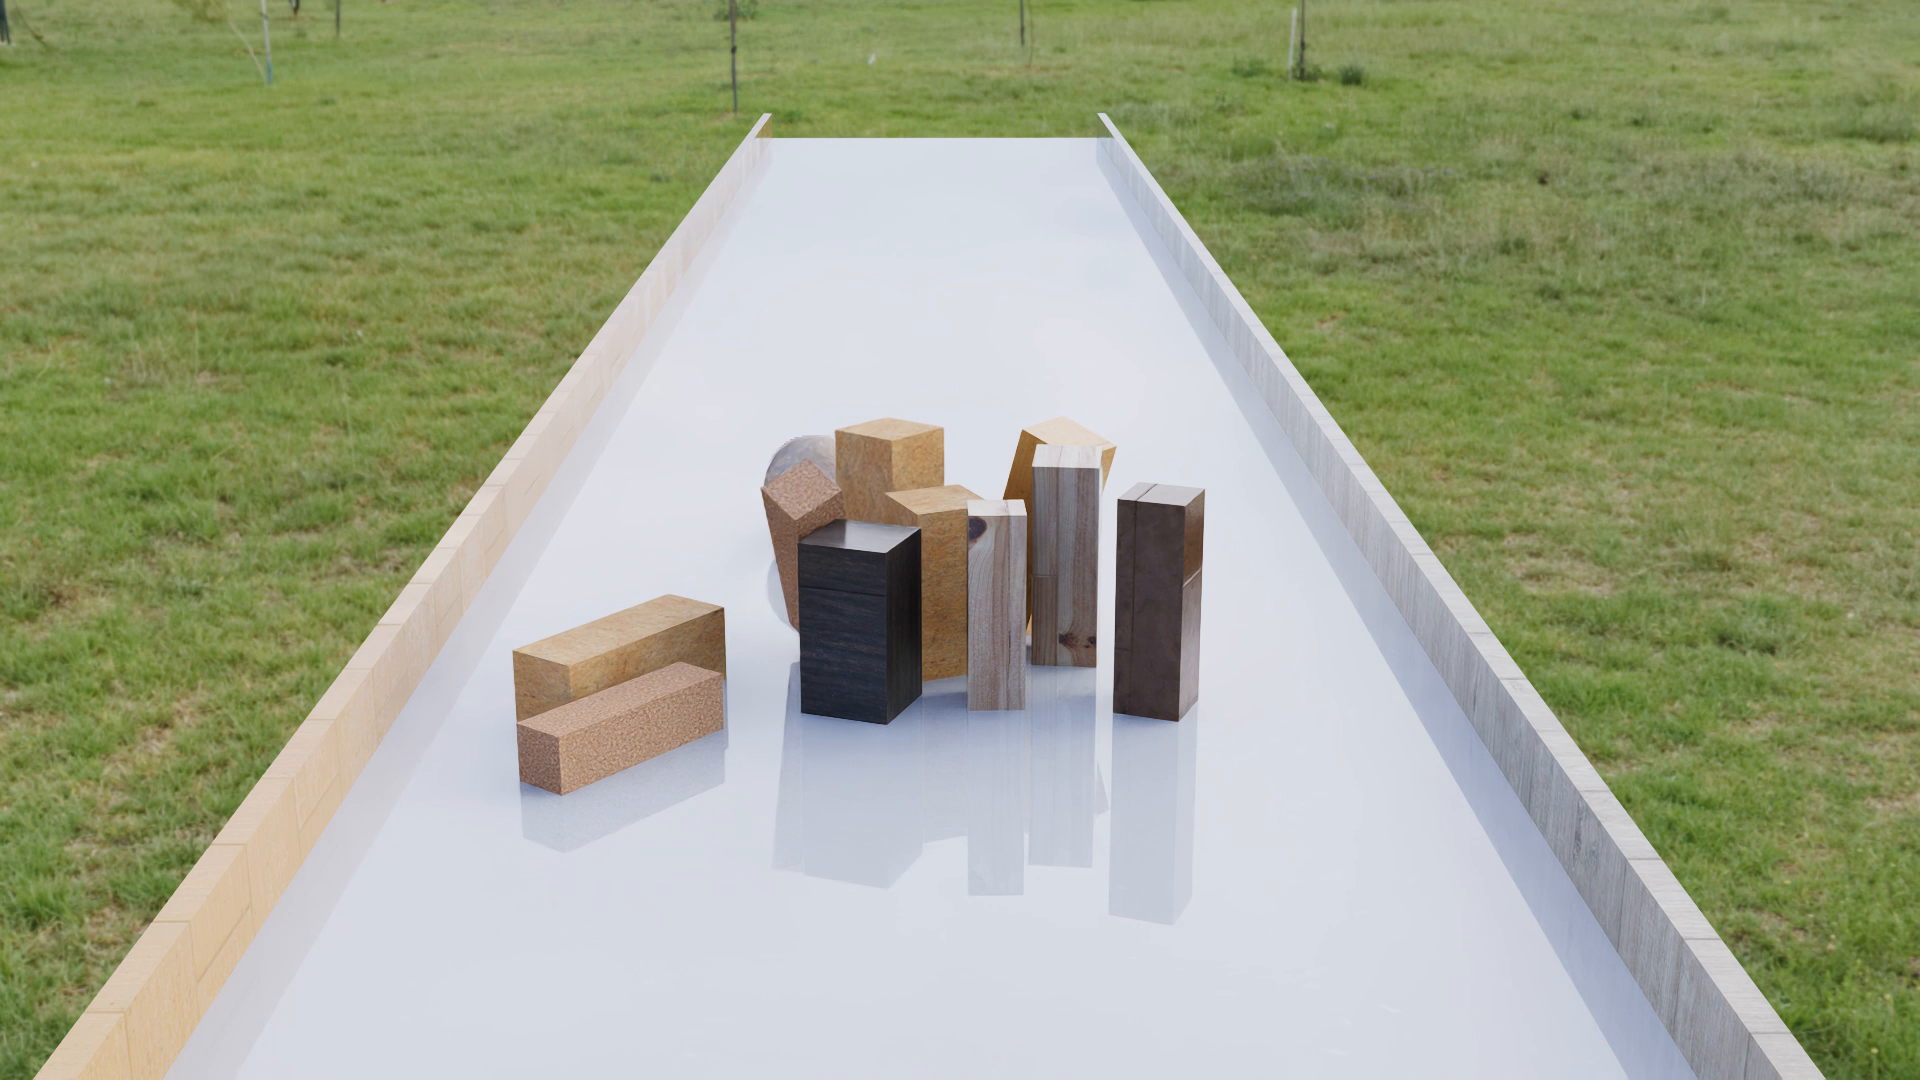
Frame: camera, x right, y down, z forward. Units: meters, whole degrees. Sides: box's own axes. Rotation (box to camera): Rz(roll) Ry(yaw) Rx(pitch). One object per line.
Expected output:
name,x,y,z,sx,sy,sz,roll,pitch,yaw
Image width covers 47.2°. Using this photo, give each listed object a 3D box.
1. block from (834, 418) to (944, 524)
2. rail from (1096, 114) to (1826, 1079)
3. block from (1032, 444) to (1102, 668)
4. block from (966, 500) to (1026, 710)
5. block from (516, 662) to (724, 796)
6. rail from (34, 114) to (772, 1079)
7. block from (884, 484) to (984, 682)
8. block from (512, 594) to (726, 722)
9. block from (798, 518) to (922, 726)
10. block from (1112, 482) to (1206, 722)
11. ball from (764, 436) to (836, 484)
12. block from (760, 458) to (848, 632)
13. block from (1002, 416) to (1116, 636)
block,-0.142,-0.020,4.533,0.158,0.429,0.158,13,20,39
rail,0.932,-0.844,7.801,0.050,0.150,12.000,0,17,-1
block,0.212,0.032,4.365,0.130,0.421,0.130,2,22,6
block,0.068,0.123,4.143,0.107,0.382,0.107,-1,17,-2
block,-0.601,0.332,3.923,0.108,0.108,0.398,12,21,36
rail,-1.118,-0.838,7.780,0.050,0.150,12.000,0,17,-1
block,-0.042,0.083,4.344,0.162,0.342,0.162,-7,19,-24
block,-0.639,0.237,4.174,0.147,0.147,0.417,12,20,34
block,-0.186,0.151,4.135,0.175,0.333,0.175,6,18,20
block,0.371,0.115,4.109,0.129,0.417,0.129,7,18,21
ball,-0.343,-0.125,5.219,0.244,0.244,0.244,0,17,0
block,-0.286,0.038,4.328,0.111,0.423,0.111,-34,55,-21
block,0.173,-0.028,4.543,0.142,0.419,0.142,32,31,29
